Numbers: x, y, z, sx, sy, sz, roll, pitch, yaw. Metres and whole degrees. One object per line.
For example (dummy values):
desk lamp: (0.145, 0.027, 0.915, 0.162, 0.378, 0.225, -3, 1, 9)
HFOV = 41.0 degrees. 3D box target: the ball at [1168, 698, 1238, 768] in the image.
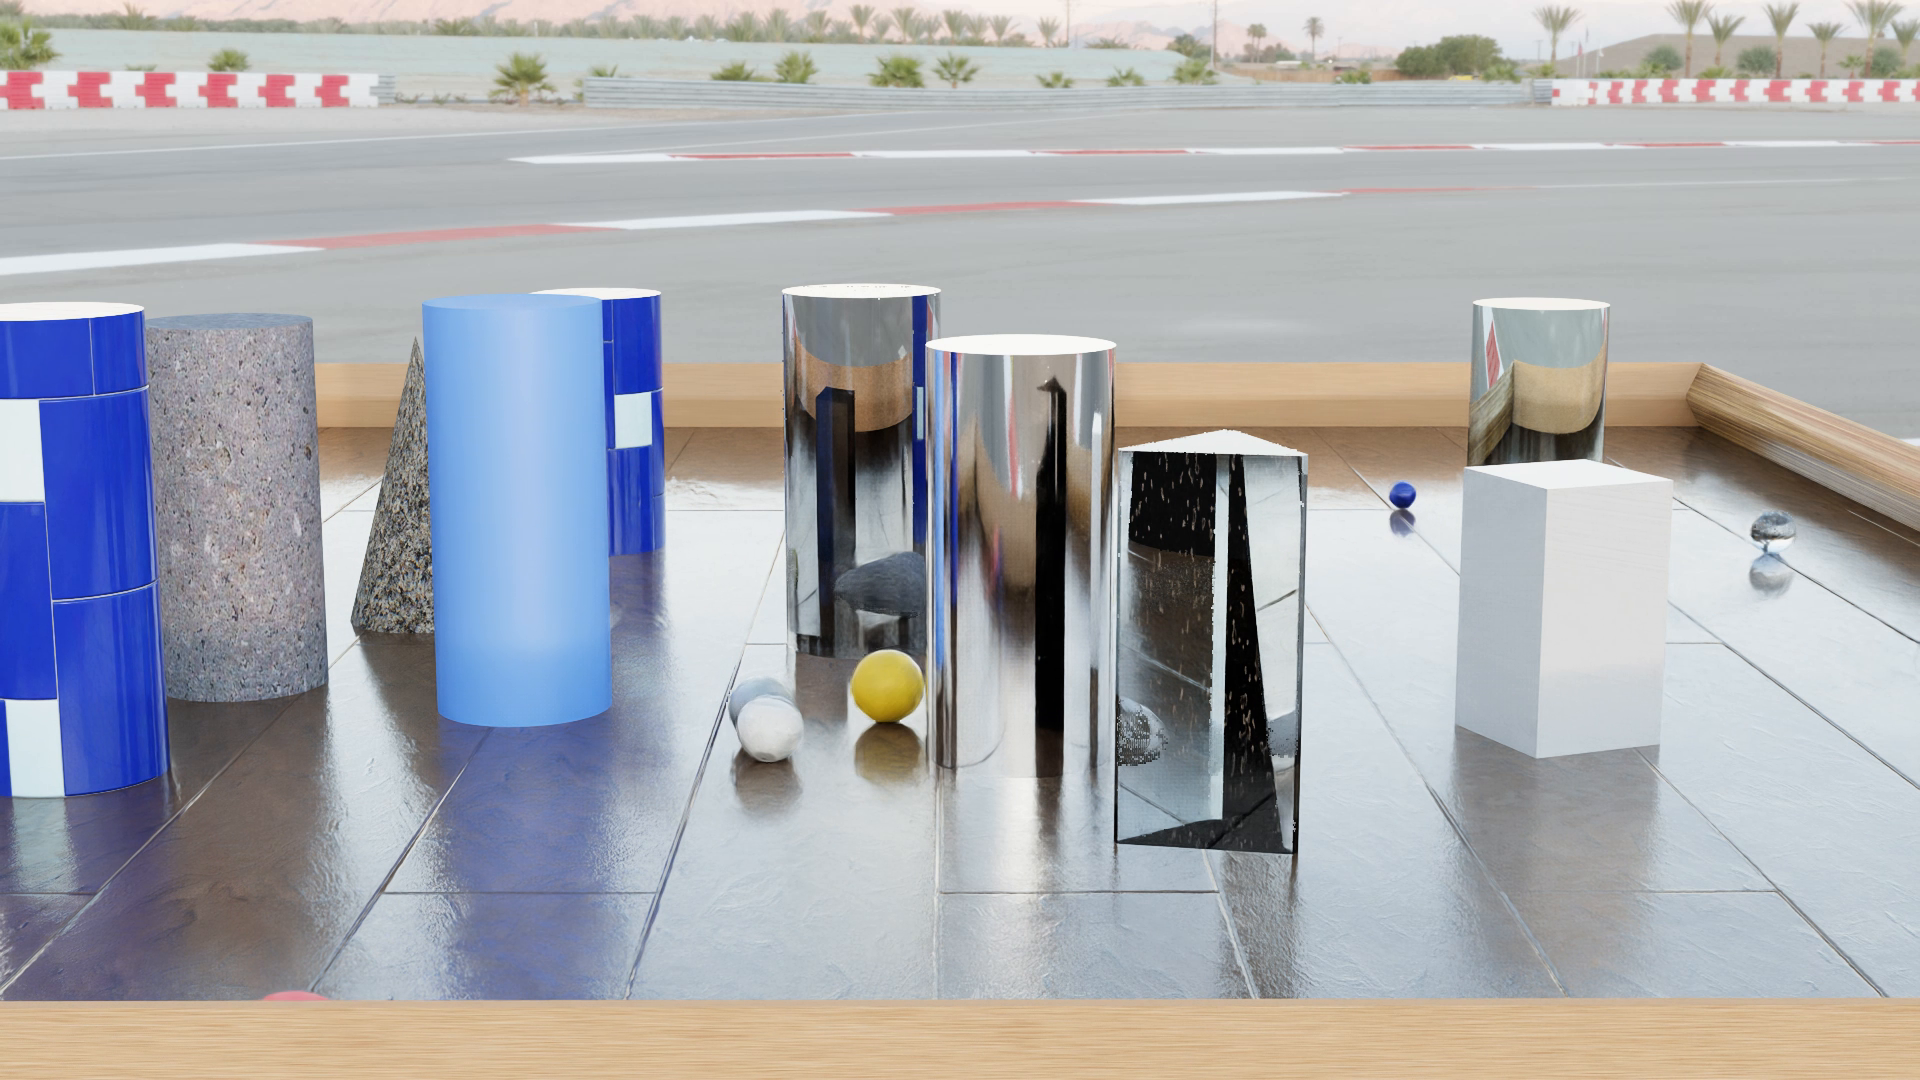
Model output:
ball: (0.255, 0.203, 2.693, 0.072, 0.072, 0.072, 0, 10, 0)

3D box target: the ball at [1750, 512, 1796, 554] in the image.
ball: (1.227, -0.011, 3.873, 0.065, 0.065, 0.065, 0, 10, 0)

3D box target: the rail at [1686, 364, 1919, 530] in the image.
rail: (1.501, 0.032, 3.457, 0.045, 0.129, 3.618, 0, 10, 0)

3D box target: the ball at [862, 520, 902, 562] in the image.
ball: (-0.116, 0.001, 3.817, 0.060, 0.060, 0.060, 0, 10, 0)

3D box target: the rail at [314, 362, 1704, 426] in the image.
rail: (-0.010, -0.292, 5.204, 3.050, 0.129, 0.045, 0, 10, 0)

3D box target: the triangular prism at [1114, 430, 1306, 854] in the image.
triangular prism: (0.246, 0.092, 2.457, 0.172, 0.377, 0.149, 2, 11, 12)

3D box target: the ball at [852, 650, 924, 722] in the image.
ball: (-0.081, 0.164, 2.877, 0.082, 0.082, 0.082, 0, 10, 0)

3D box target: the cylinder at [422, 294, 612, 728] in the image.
cylinder: (-0.501, -0.038, 2.917, 0.199, 0.466, 0.199, 0, 10, 0)

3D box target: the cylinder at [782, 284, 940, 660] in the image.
cylinder: (-0.123, -0.091, 3.244, 0.199, 0.449, 0.199, 0, 10, 0)

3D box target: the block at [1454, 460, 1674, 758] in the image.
block: (0.658, 0.071, 2.806, 0.159, 0.291, 0.159, -4, 11, -21)

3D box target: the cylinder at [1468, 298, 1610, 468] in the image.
cylinder: (0.862, -0.164, 3.837, 0.199, 0.378, 0.199, 0, 10, 0)

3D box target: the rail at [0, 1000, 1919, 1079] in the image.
rail: (0.010, 0.358, 1.693, 3.050, 0.129, 0.045, 0, 10, 0)

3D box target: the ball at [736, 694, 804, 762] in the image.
ball: (-0.201, 0.199, 2.718, 0.071, 0.071, 0.071, 0, 10, 0)

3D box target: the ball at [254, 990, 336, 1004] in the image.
ball: (-0.459, 0.361, 1.766, 0.099, 0.099, 0.099, 0, 10, 0)

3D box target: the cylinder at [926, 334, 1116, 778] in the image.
cylinder: (0.063, 0.012, 2.713, 0.199, 0.440, 0.199, 0, 10, 0)

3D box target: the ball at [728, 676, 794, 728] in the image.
ball: (-0.217, 0.184, 2.801, 0.071, 0.071, 0.071, 0, 10, 0)

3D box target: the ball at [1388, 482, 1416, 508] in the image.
ball: (0.736, -0.074, 4.266, 0.046, 0.046, 0.046, 0, 10, 0)

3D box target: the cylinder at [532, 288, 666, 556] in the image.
cylinder: (-0.553, -0.183, 3.918, 0.199, 0.386, 0.199, 0, 10, 0)

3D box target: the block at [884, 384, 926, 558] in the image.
block: (-0.026, -0.108, 3.909, 0.159, 0.241, 0.159, -1, 11, -8)

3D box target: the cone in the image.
cone: (-0.714, -0.083, 3.398, 0.199, 0.378, 0.199, 0, 10, 0)

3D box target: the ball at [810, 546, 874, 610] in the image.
ball: (-0.161, 0.051, 3.474, 0.086, 0.086, 0.086, 0, 10, 0)

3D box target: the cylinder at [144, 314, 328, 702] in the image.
cylinder: (-0.858, -0.043, 3.033, 0.199, 0.432, 0.199, 0, 10, 0)

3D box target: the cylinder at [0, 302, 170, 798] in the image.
cylinder: (-0.929, 0.005, 2.638, 0.199, 0.481, 0.199, 0, 10, 0)
